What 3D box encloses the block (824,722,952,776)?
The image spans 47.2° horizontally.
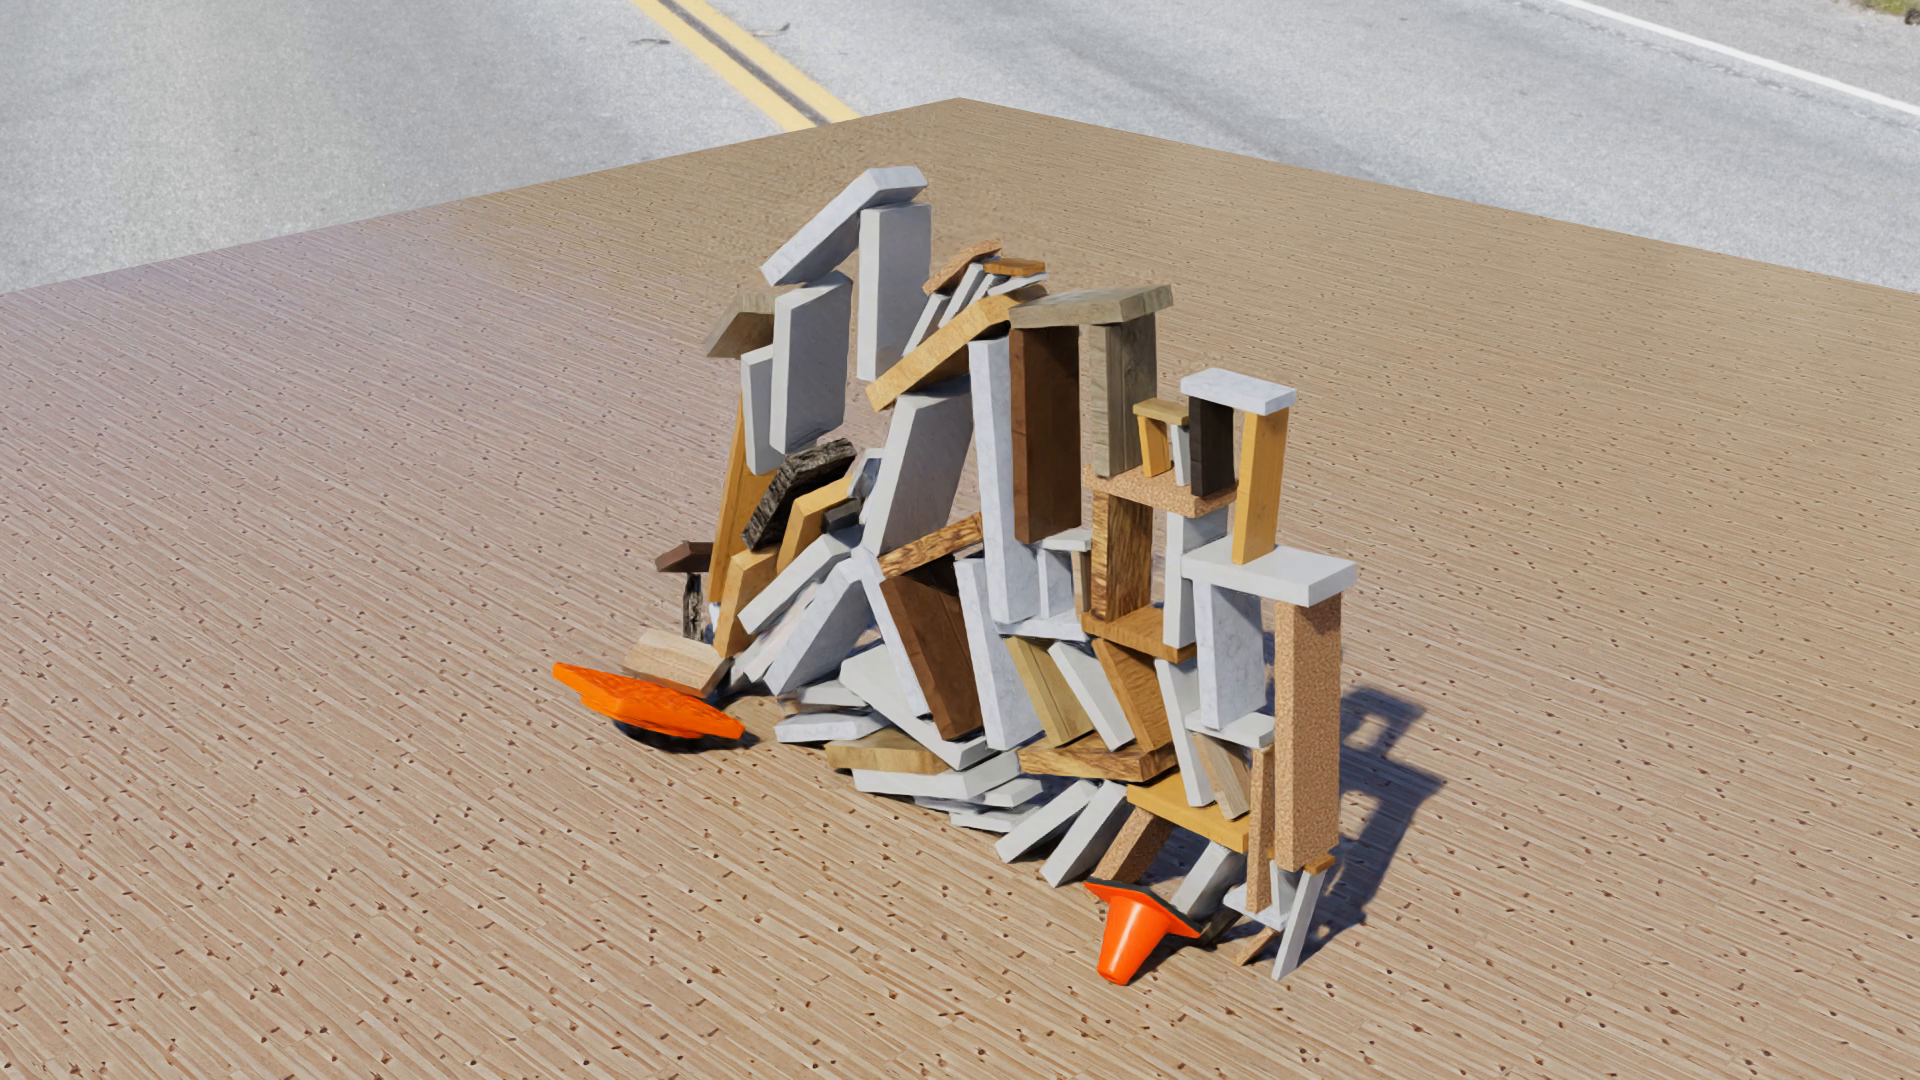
[{"bbox_3d":[-0.102,0.421,4.505,0.174,0.049,0.347,-20,11,-39],"label":"block"}]

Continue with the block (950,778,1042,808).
[{"bbox_3d":[0.070,0.497,4.363,0.174,0.025,0.087,-1,15,45],"label":"block"}]

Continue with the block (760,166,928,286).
[{"bbox_3d":[-0.221,-0.596,4.183,0.320,0.045,0.160,-37,-10,34],"label":"block"}]

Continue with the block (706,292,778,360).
[{"bbox_3d":[-0.415,-0.431,4.472,0.141,0.040,0.283,2,-15,-19],"label":"block"}]

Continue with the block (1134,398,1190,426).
[{"bbox_3d":[0.354,-0.219,3.751,0.107,0.015,0.054,18,29,41],"label":"block"}]

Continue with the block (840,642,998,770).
[{"bbox_3d":[-0.060,0.323,4.413,0.174,0.049,0.347,-22,44,-41],"label":"block"}]

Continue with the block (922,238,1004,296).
[{"bbox_3d":[0.004,-0.498,4.018,0.077,0.022,0.155,-22,-9,-43],"label":"block"}]

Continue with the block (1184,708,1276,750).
[{"bbox_3d":[0.481,0.322,3.829,0.082,0.023,0.164,-21,24,-40],"label":"block"}]

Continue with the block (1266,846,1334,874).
[{"bbox_3d":[0.592,0.551,3.821,0.105,0.015,0.053,15,27,43],"label":"block"}]

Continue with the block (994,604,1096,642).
[{"bbox_3d":[0.183,0.150,4.091,0.221,0.031,0.111,3,17,45],"label":"block"}]

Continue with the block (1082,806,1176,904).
[{"bbox_3d":[0.333,0.566,4.106,0.132,0.265,0.037,-21,59,-41],"label":"block"}]

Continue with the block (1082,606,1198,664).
[{"bbox_3d":[0.337,0.159,3.928,0.222,0.031,0.111,18,29,41],"label":"block"}]

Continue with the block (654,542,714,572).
[{"bbox_3d":[-0.581,0.039,5.001,0.108,0.030,0.215,-26,-15,31],"label":"block"}]

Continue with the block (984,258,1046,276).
[{"bbox_3d":[0.097,-0.488,3.927,0.054,0.015,0.107,-20,23,-35],"label":"block"}]

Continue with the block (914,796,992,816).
[{"bbox_3d":[-0.003,0.520,4.448,0.087,0.025,0.174,-21,16,-41],"label":"block"}]

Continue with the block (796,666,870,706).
[{"bbox_3d":[-0.221,0.305,4.622,0.132,0.037,0.265,-23,11,-32],"label":"block"}]

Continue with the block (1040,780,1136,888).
[{"bbox_3d":[0.277,0.529,4.148,0.155,0.310,0.044,-21,63,-41],"label":"block"}]

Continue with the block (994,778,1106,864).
[{"bbox_3d":[0.207,0.517,4.217,0.155,0.310,0.044,-21,75,-41],"label":"block"}]

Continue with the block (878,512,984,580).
[{"bbox_3d":[-0.001,-0.006,4.213,0.165,0.047,0.330,-21,-2,-37],"label":"block"}]

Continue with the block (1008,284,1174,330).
[{"bbox_3d":[0.224,-0.403,3.802,0.133,0.038,0.265,-22,16,-41],"label":"block"}]

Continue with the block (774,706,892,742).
[{"bbox_3d":[-0.261,0.387,4.680,0.265,0.037,0.132,-8,11,46],"label":"block"}]

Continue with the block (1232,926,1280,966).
[{"bbox_3d":[0.542,0.714,3.932,0.063,0.125,0.018,-21,65,-41],"label":"block"}]

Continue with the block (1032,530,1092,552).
[{"bbox_3d":[0.201,0.000,4.007,0.067,0.019,0.133,-21,16,-41],"label":"block"}]

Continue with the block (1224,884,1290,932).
[{"bbox_3d":[0.538,0.652,3.910,0.125,0.018,0.063,22,31,40],"label":"block"}]

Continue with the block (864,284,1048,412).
[{"bbox_3d":[-0.003,-0.355,4.079,0.179,0.051,0.358,-20,-10,-44],"label":"block"}]

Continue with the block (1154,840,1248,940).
[{"bbox_3d":[0.458,0.613,3.993,0.132,0.265,0.037,-21,59,-41],"label":"block"}]

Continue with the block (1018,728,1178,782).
[{"bbox_3d":[0.272,0.394,4.095,0.155,0.044,0.310,-21,13,-41],"label":"block"}]

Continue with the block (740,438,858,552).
[{"bbox_3d":[-0.334,-0.092,4.542,0.152,0.303,0.043,-20,69,-35],"label":"block"}]

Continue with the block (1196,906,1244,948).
[{"bbox_3d":[0.483,0.691,3.987,0.063,0.125,0.018,-21,65,-41],"label":"block"}]

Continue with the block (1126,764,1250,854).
[{"bbox_3d":[0.444,0.475,3.949,0.265,0.037,0.132,21,31,41],"label":"block"}]

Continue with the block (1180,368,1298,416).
[{"bbox_3d":[0.458,-0.245,3.621,0.173,0.024,0.086,20,30,40],"label":"block"}]

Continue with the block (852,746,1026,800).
[{"bbox_3d":[-0.042,0.465,4.462,0.174,0.049,0.347,-20,11,-40],"label":"block"}]

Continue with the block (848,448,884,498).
[{"bbox_3d":[-0.166,-0.129,4.334,0.076,0.151,0.021,2,59,-19],"label":"block"}]

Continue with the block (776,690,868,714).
[{"bbox_3d":[-0.260,0.332,4.773,0.265,0.037,0.132,-8,13,45],"label":"block"}]

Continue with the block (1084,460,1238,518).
[{"bbox_3d":[0.348,-0.099,3.811,0.248,0.035,0.124,18,29,41],"label":"block"}]

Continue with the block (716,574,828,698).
[{"bbox_3d":[-0.378,0.203,4.760,0.117,0.536,0.033,-19,74,-37],"label":"block"}]

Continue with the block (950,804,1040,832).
[{"bbox_3d":[0.071,0.548,4.378,0.087,0.025,0.174,-21,15,-41],"label":"block"}]

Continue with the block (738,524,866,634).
[{"bbox_3d":[-0.305,0.078,4.624,0.176,0.353,0.050,-16,72,-44],"label":"block"}]

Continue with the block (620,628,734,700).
[{"bbox_3d":[-0.628,0.273,4.880,0.234,0.033,0.117,13,52,31],"label":"block"}]

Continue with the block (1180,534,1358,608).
[{"bbox_3d":[0.517,0.050,3.693,0.133,0.038,0.266,-21,25,-41],"label":"block"}]
